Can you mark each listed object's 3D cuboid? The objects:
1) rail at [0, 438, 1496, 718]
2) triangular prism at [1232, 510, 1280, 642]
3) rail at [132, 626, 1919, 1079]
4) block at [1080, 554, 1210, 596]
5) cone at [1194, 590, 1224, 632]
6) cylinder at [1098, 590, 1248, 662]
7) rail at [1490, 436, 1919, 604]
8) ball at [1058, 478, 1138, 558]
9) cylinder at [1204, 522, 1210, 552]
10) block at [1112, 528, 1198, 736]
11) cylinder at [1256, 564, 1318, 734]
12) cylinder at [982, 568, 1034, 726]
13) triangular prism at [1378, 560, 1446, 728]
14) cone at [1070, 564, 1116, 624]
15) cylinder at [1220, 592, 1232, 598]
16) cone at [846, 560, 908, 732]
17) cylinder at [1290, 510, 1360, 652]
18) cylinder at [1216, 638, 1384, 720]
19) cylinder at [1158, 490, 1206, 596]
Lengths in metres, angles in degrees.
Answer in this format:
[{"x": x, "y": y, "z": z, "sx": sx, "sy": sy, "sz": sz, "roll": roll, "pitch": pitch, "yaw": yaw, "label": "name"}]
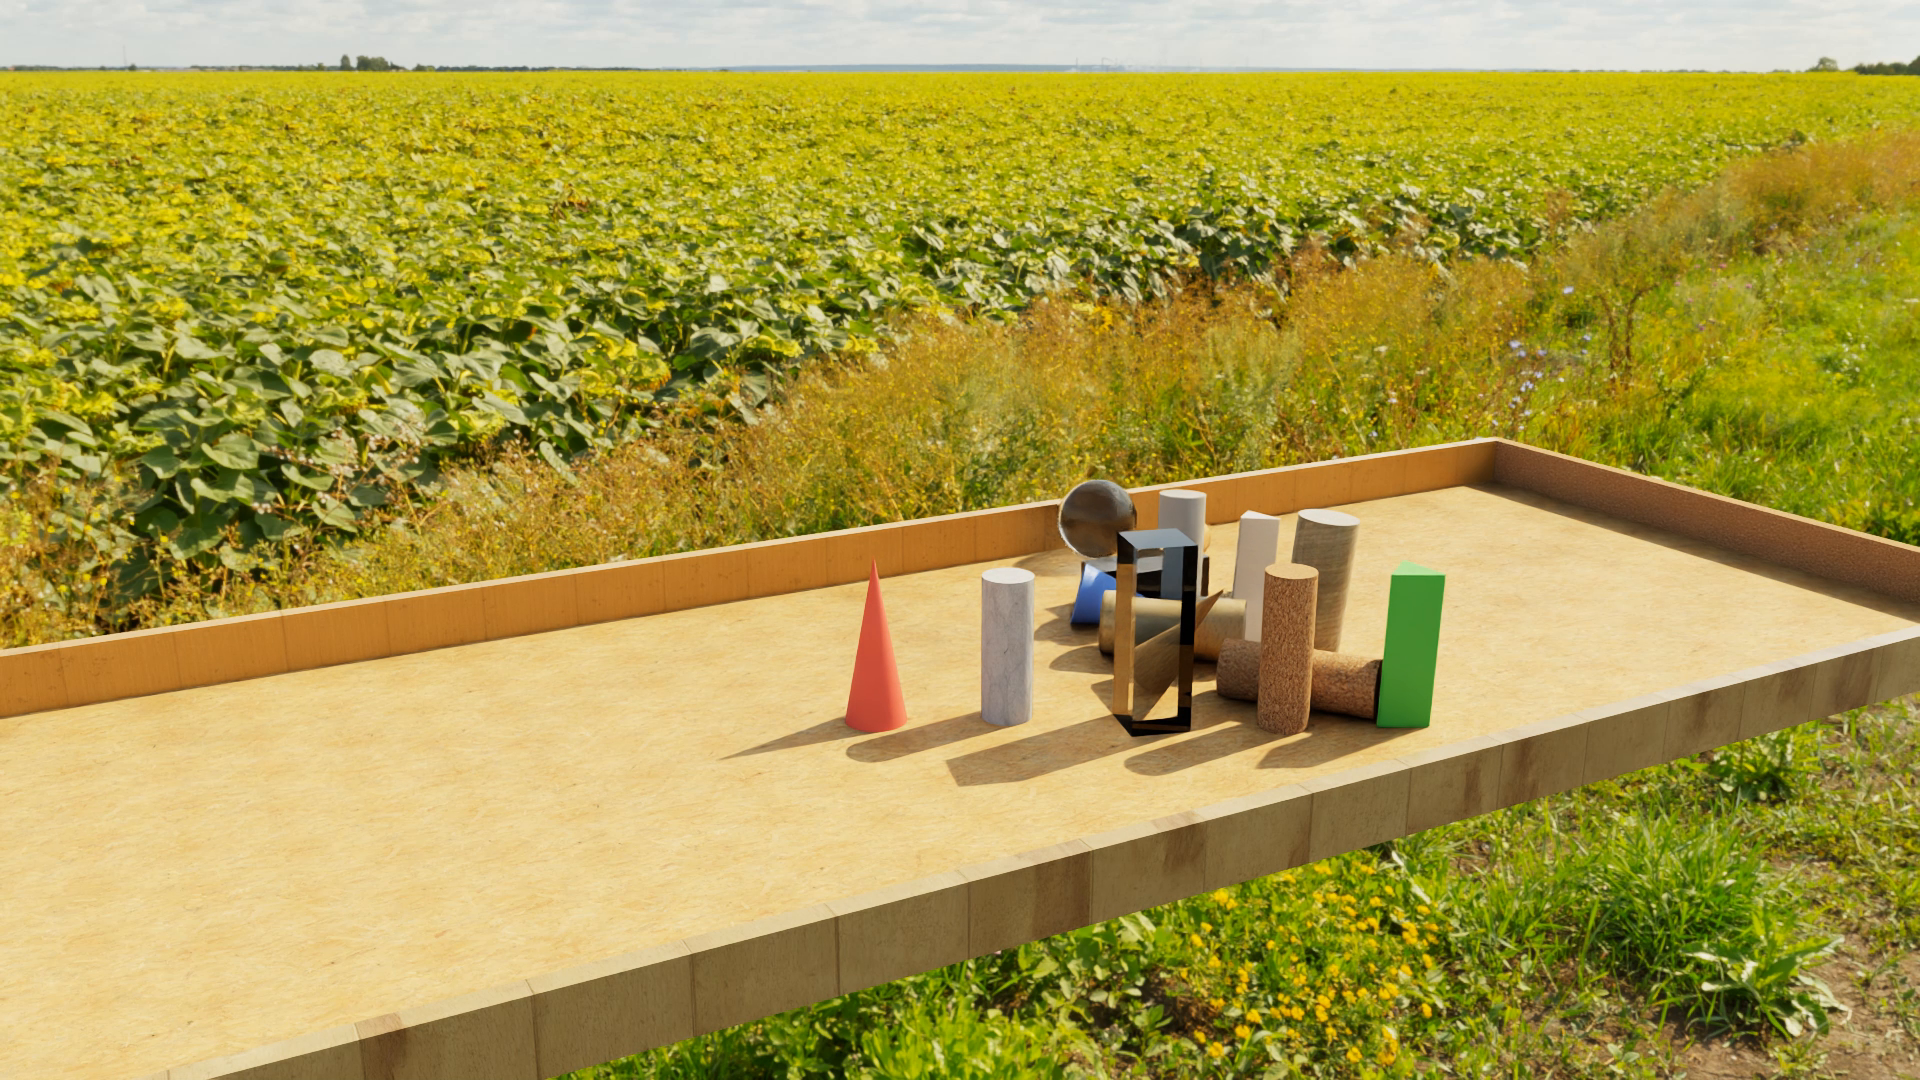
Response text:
[{"x": -3.305, "y": 0.497, "z": 3.399, "sx": 12.000, "sy": 0.150, "sz": 0.050, "roll": -9, "pitch": 18, "yaw": -27, "label": "rail"}, {"x": 0.763, "y": 0.103, "z": 4.375, "sx": 0.108, "sy": 0.350, "sz": 0.093, "roll": 2, "pitch": 13, "yaw": -10, "label": "triangular prism"}, {"x": -2.336, "y": 1.006, "z": 1.665, "sx": 12.000, "sy": 0.150, "sz": 0.050, "roll": -9, "pitch": 18, "yaw": -27, "label": "rail"}, {"x": 0.535, "y": 0.112, "z": 4.761, "sx": 0.358, "sy": 0.120, "sz": 0.120, "roll": -8, "pitch": 18, "yaw": -24, "label": "block"}, {"x": 0.544, "y": 0.212, "z": 4.041, "sx": 0.134, "sy": 0.330, "sz": 0.134, "roll": 26, "pitch": 39, "yaw": -23, "label": "cone"}, {"x": 0.555, "y": 0.225, "z": 4.292, "sx": 0.365, "sy": 0.167, "sz": 0.167, "roll": 4, "pitch": 17, "yaw": 13, "label": "cylinder"}, {"x": 2.466, "y": -0.048, "z": 5.253, "sx": 0.050, "sy": 0.150, "sz": 2.100, "roll": -9, "pitch": 18, "yaw": -27, "label": "rail"}, {"x": 0.428, "y": -0.067, "z": 5.145, "sx": 0.247, "sy": 0.247, "sz": 0.247, "roll": 0, "pitch": 16, "yaw": 0, "label": "ball"}, {"x": 0.640, "y": 0.027, "z": 5.027, "sx": 0.131, "sy": 0.131, "sz": 0.333, "roll": 9, "pitch": 19, "yaw": 29, "label": "cylinder"}, {"x": 0.450, "y": 0.214, "z": 3.825, "sx": 0.143, "sy": 0.452, "sz": 0.143, "roll": -4, "pitch": 17, "yaw": -12, "label": "block"}, {"x": 0.758, "y": 0.252, "z": 3.823, "sx": 0.120, "sy": 0.379, "sz": 0.120, "roll": 0, "pitch": 16, "yaw": 0, "label": "cylinder"}, {"x": 0.112, "y": 0.250, "z": 3.881, "sx": 0.123, "sy": 0.351, "sz": 0.123, "roll": 0, "pitch": 16, "yaw": 0, "label": "cylinder"}, {"x": 1.039, "y": 0.243, "z": 3.858, "sx": 0.124, "sy": 0.375, "sz": 0.107, "roll": 0, "pitch": 17, "yaw": -3, "label": "triangular prism"}, {"x": 0.506, "y": 0.194, "z": 4.545, "sx": 0.371, "sy": 0.172, "sz": 0.172, "roll": 14, "pitch": 17, "yaw": 2, "label": "cone"}, {"x": 0.756, "y": 0.192, "z": 4.517, "sx": 0.394, "sy": 0.104, "sz": 0.104, "roll": -12, "pitch": 20, "yaw": -36, "label": "cylinder"}, {"x": -0.198, "y": 0.231, "z": 3.848, "sx": 0.148, "sy": 0.407, "sz": 0.148, "roll": 0, "pitch": 16, "yaw": 0, "label": "cone"}, {"x": 0.884, "y": 0.146, "z": 4.091, "sx": 0.150, "sy": 0.420, "sz": 0.150, "roll": 5, "pitch": 15, "yaw": -1, "label": "cylinder"}, {"x": 0.818, "y": 0.332, "z": 3.970, "sx": 0.374, "sy": 0.144, "sz": 0.144, "roll": 7, "pitch": 18, "yaw": 22, "label": "cylinder"}, {"x": 0.611, "y": 0.040, "z": 4.592, "sx": 0.130, "sy": 0.344, "sz": 0.130, "roll": 1, "pitch": 12, "yaw": 0, "label": "cylinder"}]
